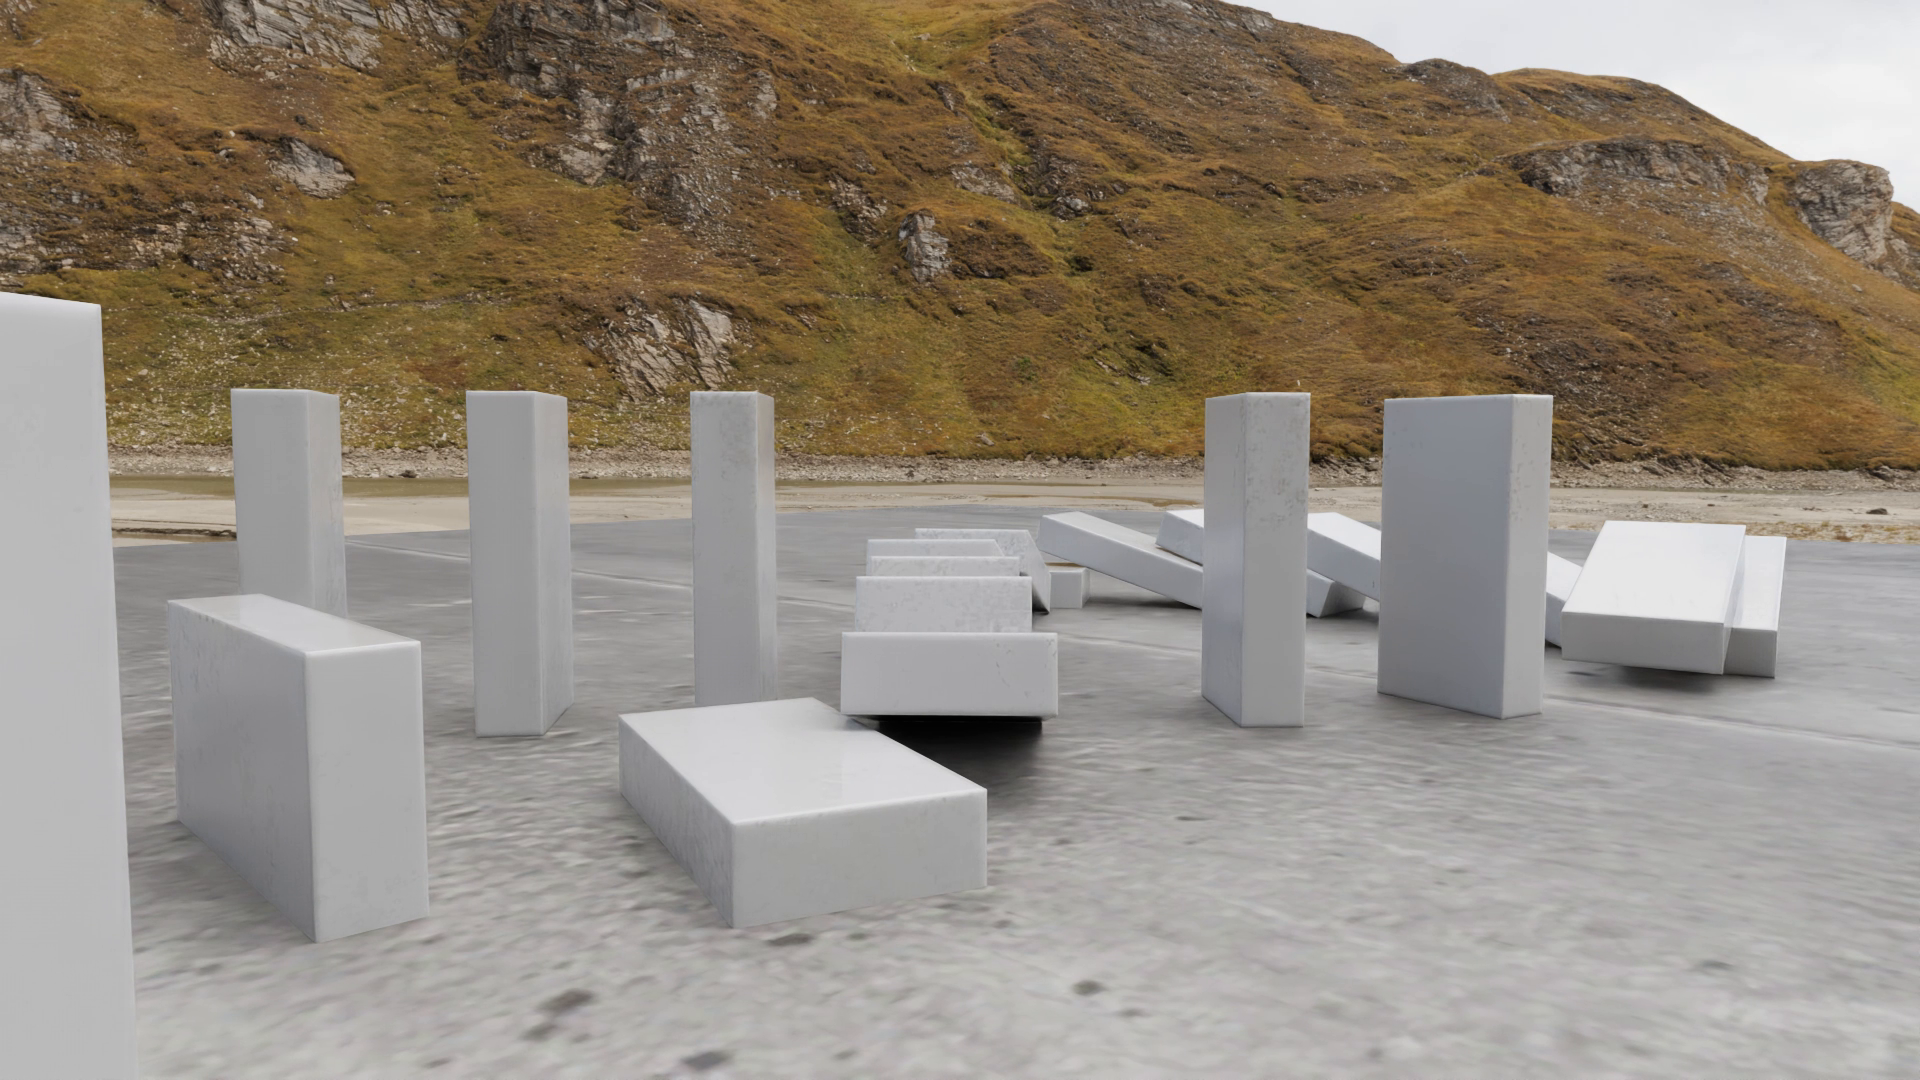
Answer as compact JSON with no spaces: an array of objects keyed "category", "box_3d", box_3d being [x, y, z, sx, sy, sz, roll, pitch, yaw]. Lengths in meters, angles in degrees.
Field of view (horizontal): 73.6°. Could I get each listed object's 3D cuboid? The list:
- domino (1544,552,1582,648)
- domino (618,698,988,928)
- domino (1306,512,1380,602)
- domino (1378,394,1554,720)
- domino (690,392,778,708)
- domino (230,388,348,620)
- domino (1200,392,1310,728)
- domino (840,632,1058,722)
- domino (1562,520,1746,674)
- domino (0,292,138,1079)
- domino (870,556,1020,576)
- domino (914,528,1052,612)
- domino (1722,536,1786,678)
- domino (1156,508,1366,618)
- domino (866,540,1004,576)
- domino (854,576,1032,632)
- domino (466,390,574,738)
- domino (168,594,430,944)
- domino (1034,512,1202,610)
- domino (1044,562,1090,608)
[{"category":"domino","box_3d":[0.126,0.009,0.290,0.025,0.010,0.050,-2,23,-28]},{"category":"domino","box_3d":[-0.020,0.027,0.140,0.025,0.010,0.050,-2,5,-26]},{"category":"domino","box_3d":[0.104,0.007,0.316,0.025,0.009,0.050,-4,24,-40]},{"category":"domino","box_3d":[0.082,0.002,0.209,0.010,0.050,0.025,-2,5,-29]},{"category":"domino","box_3d":[-0.035,0.003,0.199,0.009,0.050,0.025,0,4,-2]},{"category":"domino","box_3d":[-0.099,0.003,0.190,0.010,0.050,0.025,-1,4,-16]},{"category":"domino","box_3d":[0.046,0.002,0.203,0.009,0.050,0.025,0,4,-3]},{"category":"domino","box_3d":[-0.001,0.019,0.173,0.025,0.010,0.050,0,-9,1]},{"category":"domino","box_3d":[0.132,0.009,0.243,0.025,0.010,0.050,3,22,34]},{"category":"domino","box_3d":[-0.053,0.013,0.060,0.010,0.050,0.025,1,4,9]},{"category":"domino","box_3d":[-0.002,0.013,0.239,0.025,0.009,0.050,0,-13,2]},{"category":"domino","box_3d":[0.006,0.008,0.303,0.025,0.010,0.050,1,-13,10]},{"category":"domino","box_3d":[0.150,0.012,0.258,0.025,0.010,0.050,3,21,34]},{"category":"domino","box_3d":[0.079,0.005,0.337,0.050,0.010,0.025,27,20,37]},{"category":"domino","box_3d":[-0.002,0.010,0.271,0.025,0.009,0.050,0,-13,10]},{"category":"domino","box_3d":[-0.001,0.015,0.206,0.025,0.009,0.050,0,-13,2]},{"category":"domino","box_3d":[-0.067,0.003,0.197,0.009,0.050,0.025,-1,4,-7]},{"category":"domino","box_3d":[-0.068,0.020,0.130,0.010,0.025,0.050,-4,6,-43]},{"category":"domino","box_3d":[0.048,0.005,0.349,0.050,0.010,0.025,20,13,25]},{"category":"domino","box_3d":[0.009,0.012,0.349,0.050,0.009,0.025,1,4,11]}]
